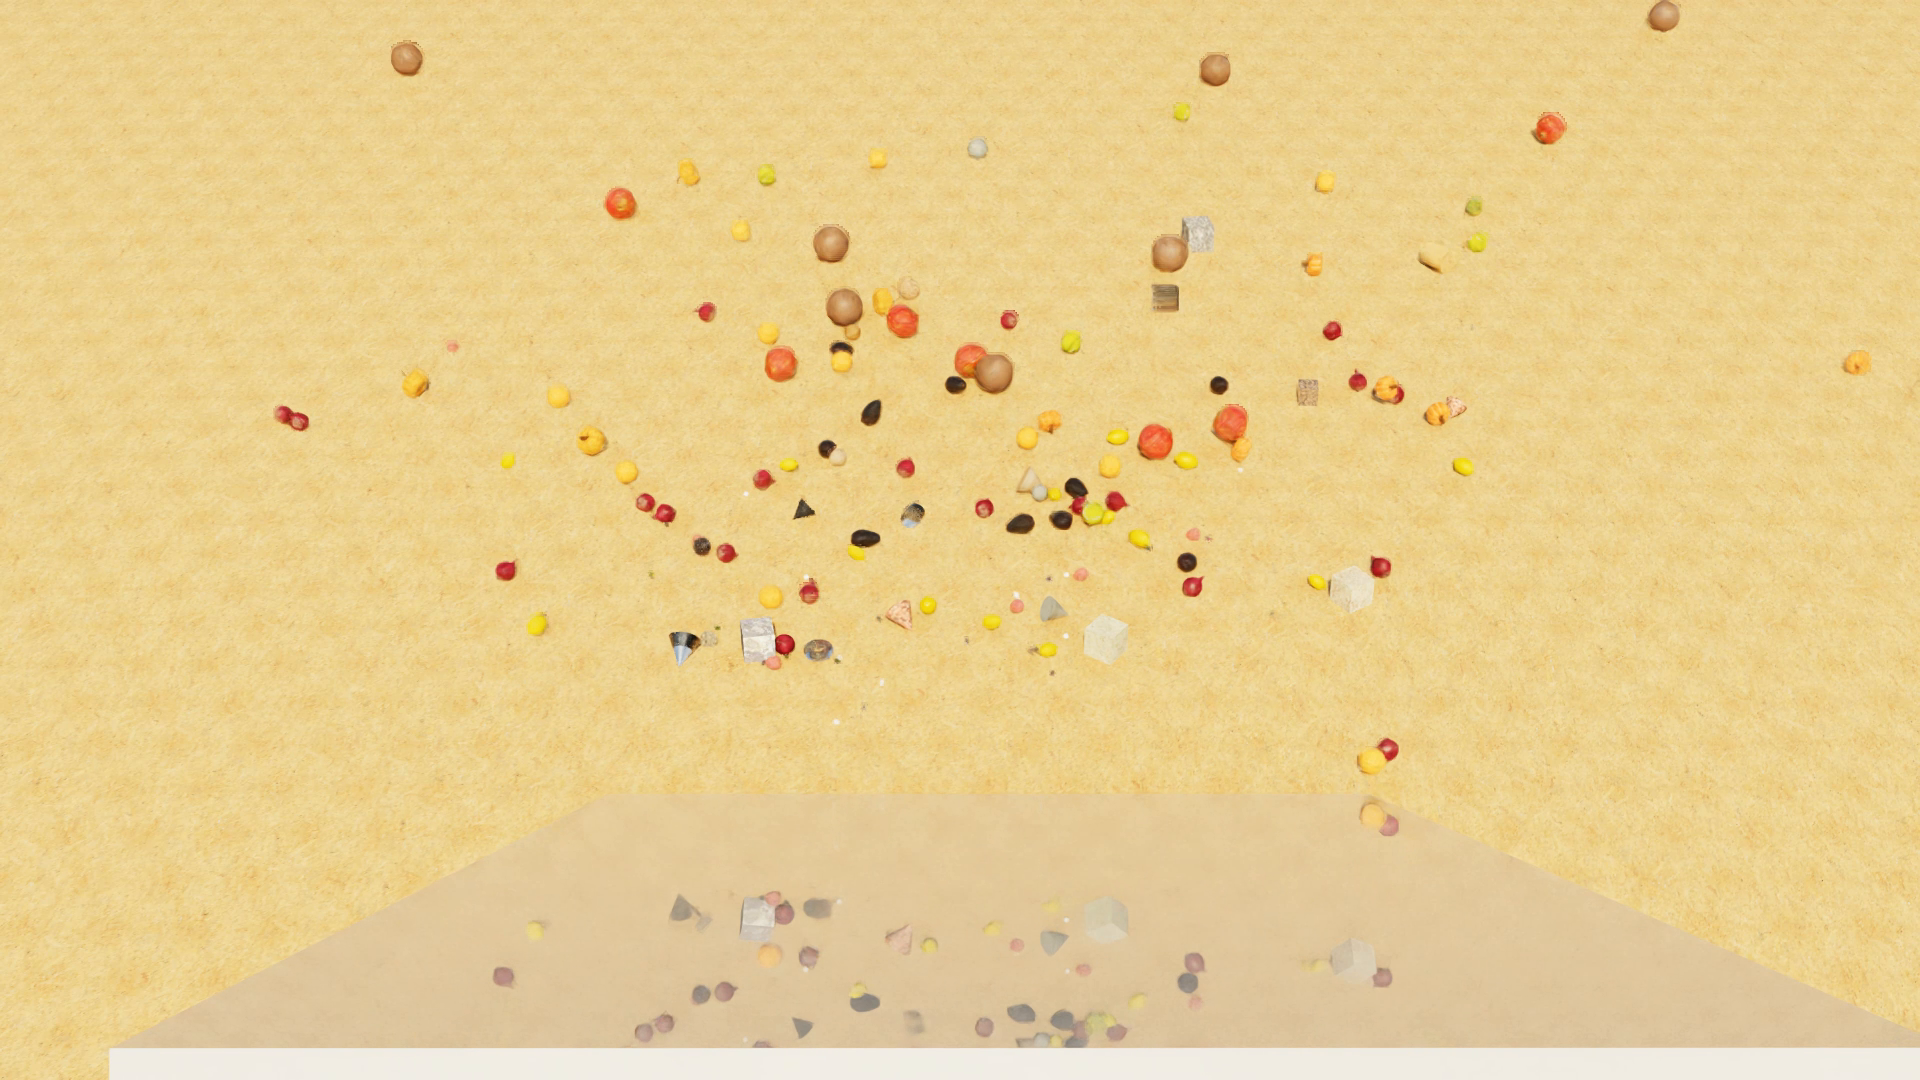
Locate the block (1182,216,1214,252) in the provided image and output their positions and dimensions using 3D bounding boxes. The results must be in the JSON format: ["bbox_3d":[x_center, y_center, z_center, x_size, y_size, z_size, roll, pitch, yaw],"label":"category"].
[{"bbox_3d":[0.866,-1.115,9.459,0.096,0.096,0.096,-6,35,-9],"label":"block"}]

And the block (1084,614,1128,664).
[{"bbox_3d":[0.418,0.284,7.434,0.091,0.091,0.091,22,40,29],"label":"block"}]

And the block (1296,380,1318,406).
[{"bbox_3d":[1.149,-0.487,8.576,0.064,0.064,0.064,2,35,3],"label":"block"}]

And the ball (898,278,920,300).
[{"bbox_3d":[-0.178,-0.884,9.140,0.079,0.079,0.079,0,35,0],"label":"ball"}]

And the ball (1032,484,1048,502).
[{"bbox_3d":[0.250,-0.146,8.093,0.051,0.051,0.051,0,35,0],"label":"ball"}]

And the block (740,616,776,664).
[{"bbox_3d":[-0.579,0.286,7.433,0.089,0.089,0.089,-6,35,-9],"label":"block"}]

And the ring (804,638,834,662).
[{"bbox_3d":[-0.406,0.316,7.443,0.088,0.029,0.088,-1,35,1],"label":"ring"}]

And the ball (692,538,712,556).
[{"bbox_3d":[-0.779,0.022,7.845,0.056,0.056,0.056,0,35,0],"label":"ball"}]

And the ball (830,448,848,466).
[{"bbox_3d":[-0.387,-0.263,8.258,0.056,0.056,0.056,0,35,0],"label":"ball"}]

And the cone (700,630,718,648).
[{"bbox_3d":[-0.718,0.282,7.498,0.050,0.050,0.050,6,8,9],"label":"cone"}]

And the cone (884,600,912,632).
[{"bbox_3d":[-0.160,0.234,7.552,0.087,0.087,0.087,-21,67,-28],"label":"cone"}]

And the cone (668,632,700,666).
[{"bbox_3d":[-0.795,0.323,7.421,0.092,0.092,0.092,4,61,6],"label":"cone"}]

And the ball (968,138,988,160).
[{"bbox_3d":[0.069,-1.513,10.051,0.080,0.080,0.080,0,35,0],"label":"ball"}]

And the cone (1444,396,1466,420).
[{"bbox_3d":[1.607,-0.418,8.503,0.076,0.076,0.076,25,68,32],"label":"cone"}]

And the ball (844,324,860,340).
[{"bbox_3d":[-0.369,-0.711,8.909,0.056,0.056,0.056,0,35,0],"label":"ball"}]

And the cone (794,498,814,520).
[{"bbox_3d":[-0.494,-0.084,8.022,0.065,0.065,0.065,32,79,38],"label":"cone"}]

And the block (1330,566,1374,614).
[{"bbox_3d":[1.154,0.145,7.638,0.088,0.088,0.088,-21,40,-28],"label":"block"}]

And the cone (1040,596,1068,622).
[{"bbox_3d":[0.287,0.212,7.588,0.079,0.079,0.079,17,28,-23],"label":"cone"}]

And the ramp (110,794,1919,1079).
[{"bbox_3d":[0.076,0.659,4.816,2.000,0.100,4.000,0,-2,0],"label":"ramp"}]

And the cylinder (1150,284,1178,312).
[{"bbox_3d":[0.713,-0.845,9.072,0.091,0.091,0.091,-3,34,6],"label":"cylinder"}]
